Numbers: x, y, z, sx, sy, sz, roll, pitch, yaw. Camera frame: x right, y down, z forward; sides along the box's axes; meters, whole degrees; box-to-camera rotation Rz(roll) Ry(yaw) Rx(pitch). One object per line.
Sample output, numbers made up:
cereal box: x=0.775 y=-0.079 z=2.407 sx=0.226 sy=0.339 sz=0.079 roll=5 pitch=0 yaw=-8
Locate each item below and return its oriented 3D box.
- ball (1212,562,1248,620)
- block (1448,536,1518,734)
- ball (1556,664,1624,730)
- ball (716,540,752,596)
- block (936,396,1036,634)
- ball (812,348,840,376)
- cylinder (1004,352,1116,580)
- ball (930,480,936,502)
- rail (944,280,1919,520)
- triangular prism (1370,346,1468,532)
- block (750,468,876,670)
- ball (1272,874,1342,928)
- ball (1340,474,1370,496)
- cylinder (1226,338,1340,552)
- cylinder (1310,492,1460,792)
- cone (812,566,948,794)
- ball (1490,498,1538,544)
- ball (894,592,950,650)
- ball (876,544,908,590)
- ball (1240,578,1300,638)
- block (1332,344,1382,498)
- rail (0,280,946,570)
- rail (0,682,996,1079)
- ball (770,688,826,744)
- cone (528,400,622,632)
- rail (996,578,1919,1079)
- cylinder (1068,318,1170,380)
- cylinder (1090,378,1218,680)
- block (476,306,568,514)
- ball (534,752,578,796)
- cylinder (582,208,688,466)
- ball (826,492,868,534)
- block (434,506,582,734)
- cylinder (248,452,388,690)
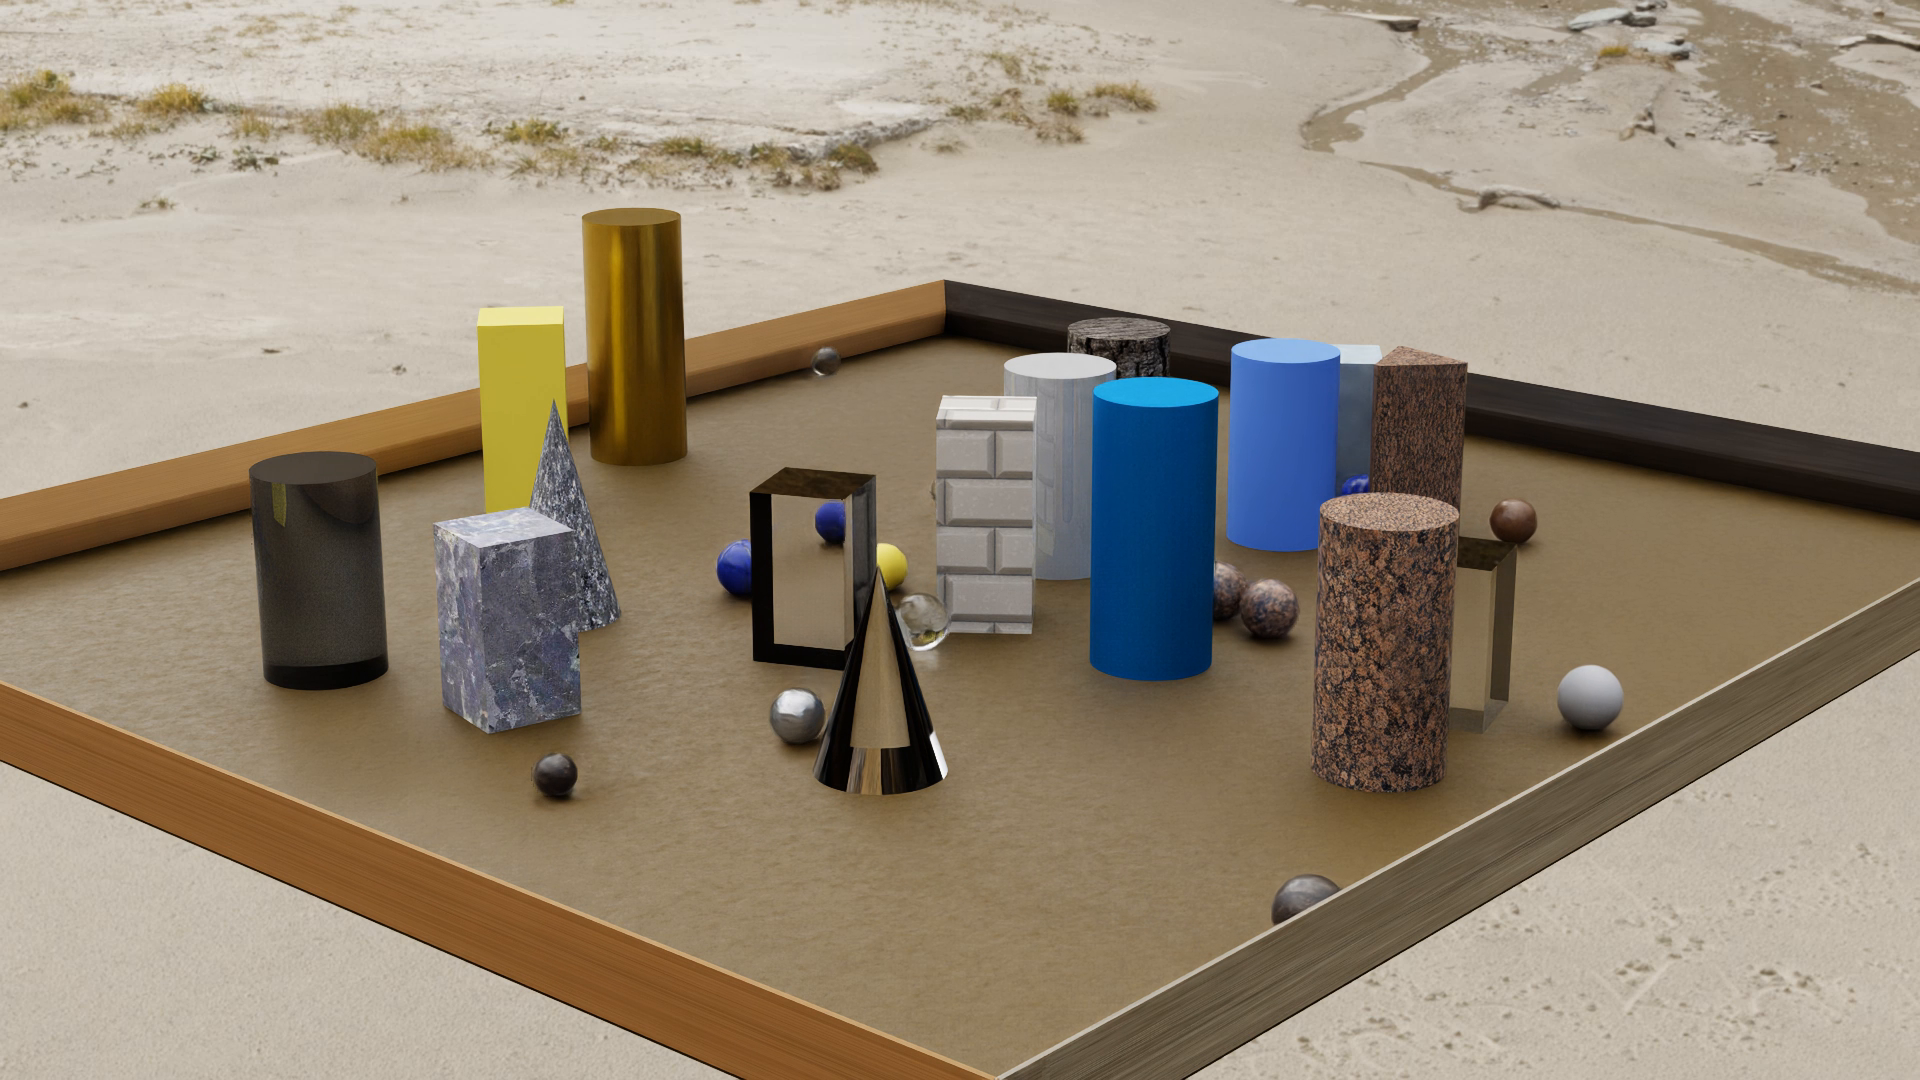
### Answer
ball: x=0.443 y=0.087 z=4.996 sx=0.099 sy=0.099 sz=0.099 roll=0 pitch=17 yaw=0
block: x=0.757 y=0.141 z=4.537 sx=0.160 sy=0.260 sz=0.160 roll=7 pitch=18 yaw=23
ball: x=0.963 y=0.241 z=4.483 sx=0.100 sy=0.100 sz=0.100 roll=0 pitch=17 yaw=0
ball: x=-0.377 y=0.049 z=5.123 sx=0.098 sy=0.098 sz=0.098 roll=0 pitch=17 yaw=0
block: x=0.046 y=-0.044 z=4.959 sx=0.160 sy=0.370 sz=0.160 roll=1 pitch=17 yaw=3
ball: x=-0.307 y=-0.408 z=6.697 sx=0.065 sy=0.065 sz=0.065 roll=0 pitch=17 yaw=0
cylinder: x=0.178 y=-0.134 z=5.261 sx=0.200 sy=0.368 sz=0.200 roll=0 pitch=17 yaw=0
ball: x=-0.028 y=-0.095 z=5.668 sx=0.060 sy=0.060 sz=0.060 roll=0 pitch=17 yaw=0
rail: x=1.000 y=-0.300 z=6.222 sx=2.792 sy=0.130 sz=0.045 roll=14 pitch=22 yaw=39
triangular prism: x=0.837 y=-0.184 z=5.491 sx=0.173 sy=0.333 sz=0.150 roll=-2 pitch=17 yaw=-6
block: x=-0.238 y=0.046 z=4.806 sx=0.160 sy=0.287 sz=0.160 roll=5 pitch=18 yaw=17
ball: x=0.444 y=0.472 z=3.718 sx=0.098 sy=0.098 sz=0.098 roll=0 pitch=17 yaw=0
ball: x=0.767 y=-0.085 z=5.597 sx=0.081 sy=0.081 sz=0.081 roll=0 pitch=17 yaw=0
cylinder: x=0.598 y=-0.178 z=5.430 sx=0.200 sy=0.355 sz=0.200 roll=0 pitch=17 yaw=0
cylinder: x=0.618 y=0.148 z=4.281 sx=0.200 sy=0.395 sz=0.200 roll=0 pitch=17 yaw=0
cone: x=-0.118 y=0.187 z=4.283 sx=0.200 sy=0.319 sz=0.200 roll=0 pitch=17 yaw=0
ball: x=1.024 y=-0.035 z=5.422 sx=0.087 sy=0.087 sz=0.087 roll=0 pitch=17 yaw=0
ball: x=-0.066 y=0.134 z=4.843 sx=0.096 sy=0.096 sz=0.096 roll=0 pitch=17 yaw=0
ball: x=-0.134 y=0.048 z=5.149 sx=0.085 sy=0.085 sz=0.085 roll=0 pitch=17 yaw=0
ball: x=0.517 y=0.114 z=4.904 sx=0.099 sy=0.099 sz=0.099 roll=0 pitch=17 yaw=0
block: x=0.736 y=-0.227 z=5.722 sx=0.160 sy=0.281 sz=0.160 roll=1 pitch=17 yaw=4
rail: x=-1.036 y=-0.227 z=5.981 sx=0.045 sy=0.130 sz=3.097 roll=14 pitch=22 yaw=39
rail: x=-1.000 y=0.365 z=4.017 sx=2.792 sy=0.130 sz=0.045 roll=14 pitch=22 yaw=39
ball: x=-0.246 y=0.265 z=4.430 sx=0.084 sy=0.084 sz=0.084 roll=0 pitch=17 yaw=0
cone: x=-0.681 y=-0.055 z=4.974 sx=0.200 sy=0.384 sz=0.200 roll=0 pitch=17 yaw=0
rail: x=1.036 y=0.292 z=4.258 sx=0.045 sy=0.130 sz=3.097 roll=14 pitch=22 yaw=39
cylinder: x=0.309 y=-0.255 z=5.740 sx=0.200 sy=0.325 sz=0.200 roll=0 pitch=17 yaw=0
cylinder: x=0.312 y=-0.019 z=4.735 sx=0.200 sy=0.453 sz=0.200 roll=0 pitch=17 yaw=0
block: x=-0.839 y=-0.251 z=5.651 sx=0.160 sy=0.369 sz=0.160 roll=-2 pitch=17 yaw=-7
ball: x=-0.583 y=0.338 z=4.225 sx=0.063 sy=0.063 sz=0.063 roll=0 pitch=17 yaw=0
cylinder: x=-0.662 y=-0.415 z=5.978 sx=0.200 sy=0.494 sz=0.200 roll=0 pitch=17 yaw=0
ball: x=-0.211 y=-0.051 z=5.491 sx=0.078 sy=0.078 sz=0.078 roll=0 pitch=17 yaw=0
block: x=-0.700 y=0.122 z=4.537 sx=0.160 sy=0.297 sz=0.160 roll=-11 pitch=20 yaw=-33
cylinder: x=-1.028 y=0.048 z=4.708 sx=0.200 sy=0.340 sz=0.200 roll=0 pitch=17 yaw=0
